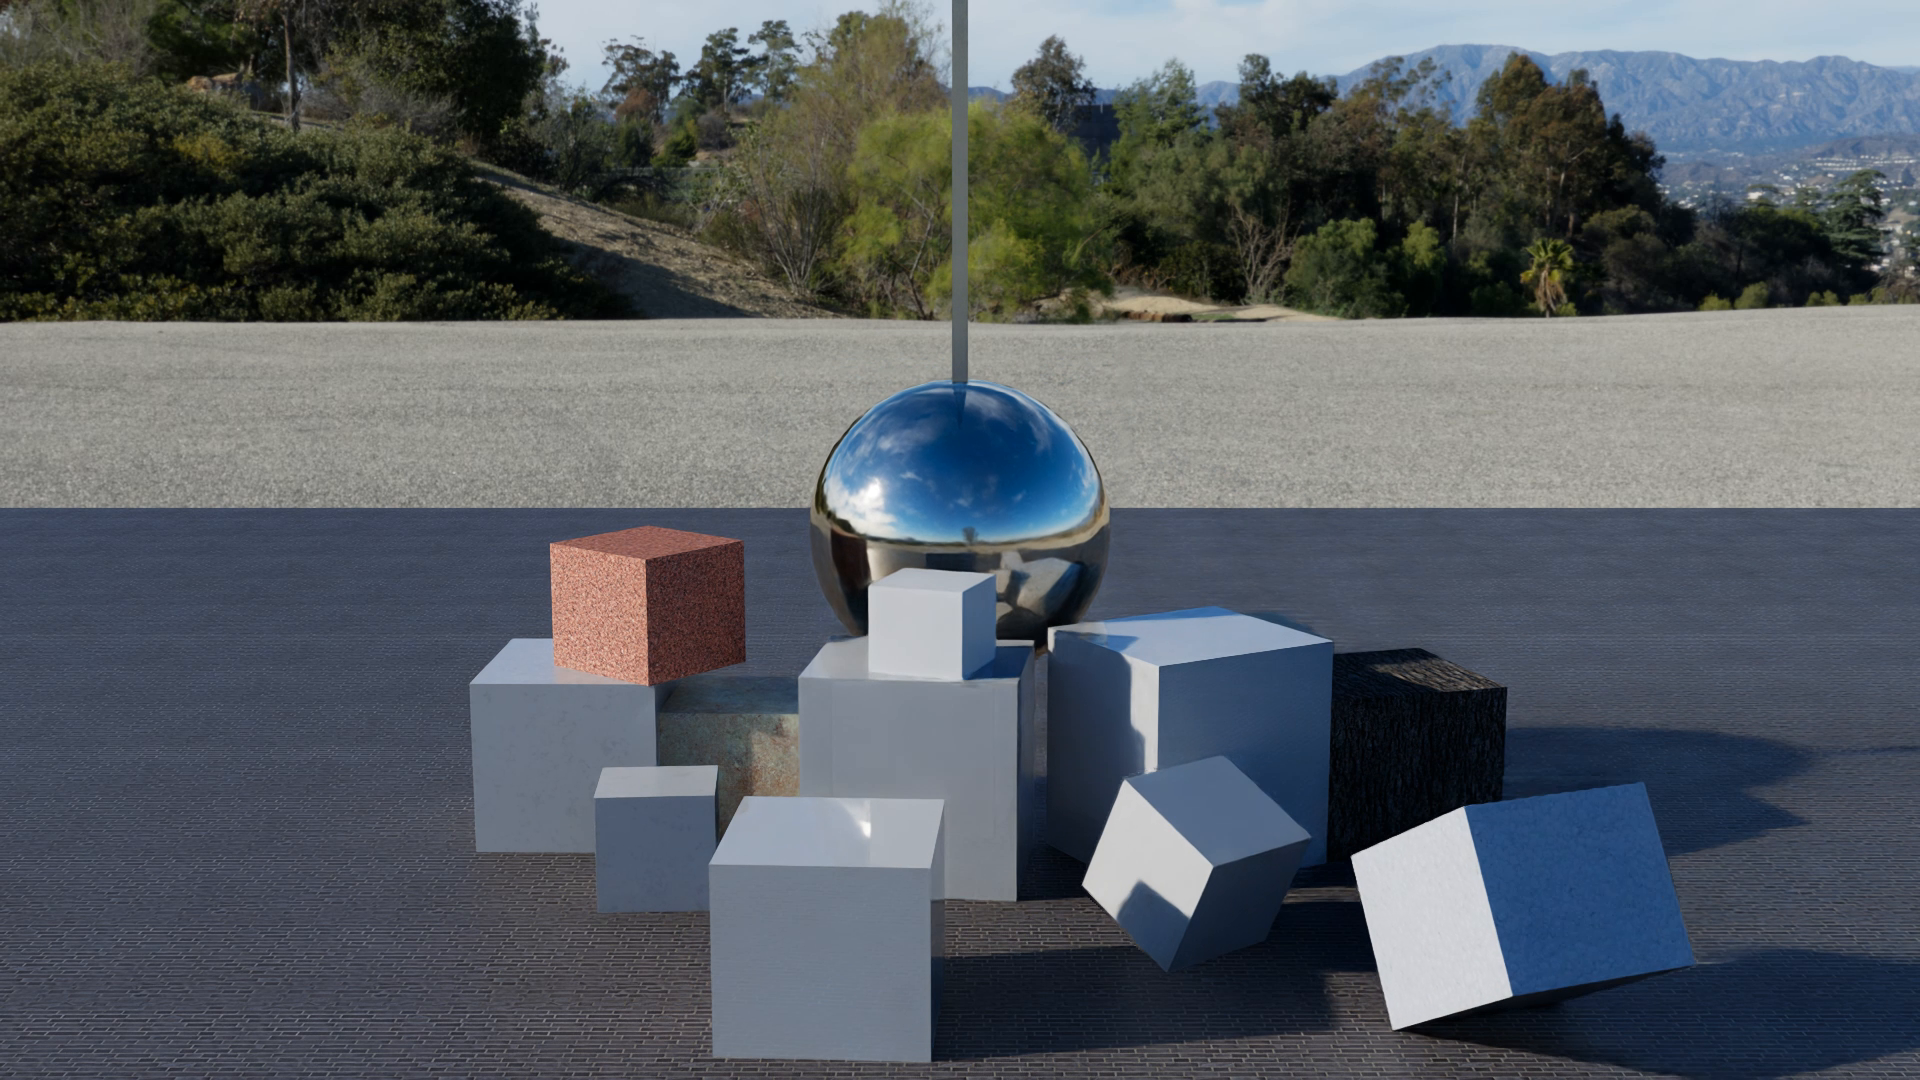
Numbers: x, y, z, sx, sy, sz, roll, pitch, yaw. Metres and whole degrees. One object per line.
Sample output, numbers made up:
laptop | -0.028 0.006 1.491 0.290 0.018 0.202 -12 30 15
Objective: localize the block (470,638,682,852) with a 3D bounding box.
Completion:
block | -1.954 1.046 11.394 0.914 0.866 0.997 0 10 1

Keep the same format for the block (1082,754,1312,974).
block | 1.029 1.405 9.608 0.613 0.603 0.592 -8 39 -39

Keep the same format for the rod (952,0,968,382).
rod | 0.000 -3.344 10.777 0.080 5.200 0.080 0 15 0

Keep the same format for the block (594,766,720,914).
block | -1.414 1.399 10.331 0.549 0.552 0.493 -1 10 -4

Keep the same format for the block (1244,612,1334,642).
block | 1.561 0.898 12.351 0.776 0.814 0.771 -3 11 -16

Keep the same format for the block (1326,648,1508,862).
block | 2.134 1.083 11.317 0.967 0.819 0.900 -3 11 -17

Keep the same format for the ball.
ball | 0.000 -0.056 11.642 1.600 1.600 1.600 0 10 0

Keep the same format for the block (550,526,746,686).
block | -1.586 0.320 11.200 0.702 0.632 0.675 8 13 38

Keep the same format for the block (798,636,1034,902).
block | -0.189 1.084 10.681 1.023 1.045 0.892 1 10 7

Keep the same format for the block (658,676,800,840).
block | -1.071 1.135 11.389 0.829 0.691 0.777 0 10 2

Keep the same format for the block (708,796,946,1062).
block | -0.511 1.547 8.872 0.847 0.782 0.887 1 10 3

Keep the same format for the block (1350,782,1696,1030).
block | 2.191 1.449 8.659 0.831 0.713 0.875 -4 -18 -22

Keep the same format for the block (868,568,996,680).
block | -0.128 0.391 10.418 0.466 0.412 0.467 4 11 20

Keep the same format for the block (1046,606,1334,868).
block | 1.120 1.012 10.872 1.027 1.119 0.951 -6 12 -30
